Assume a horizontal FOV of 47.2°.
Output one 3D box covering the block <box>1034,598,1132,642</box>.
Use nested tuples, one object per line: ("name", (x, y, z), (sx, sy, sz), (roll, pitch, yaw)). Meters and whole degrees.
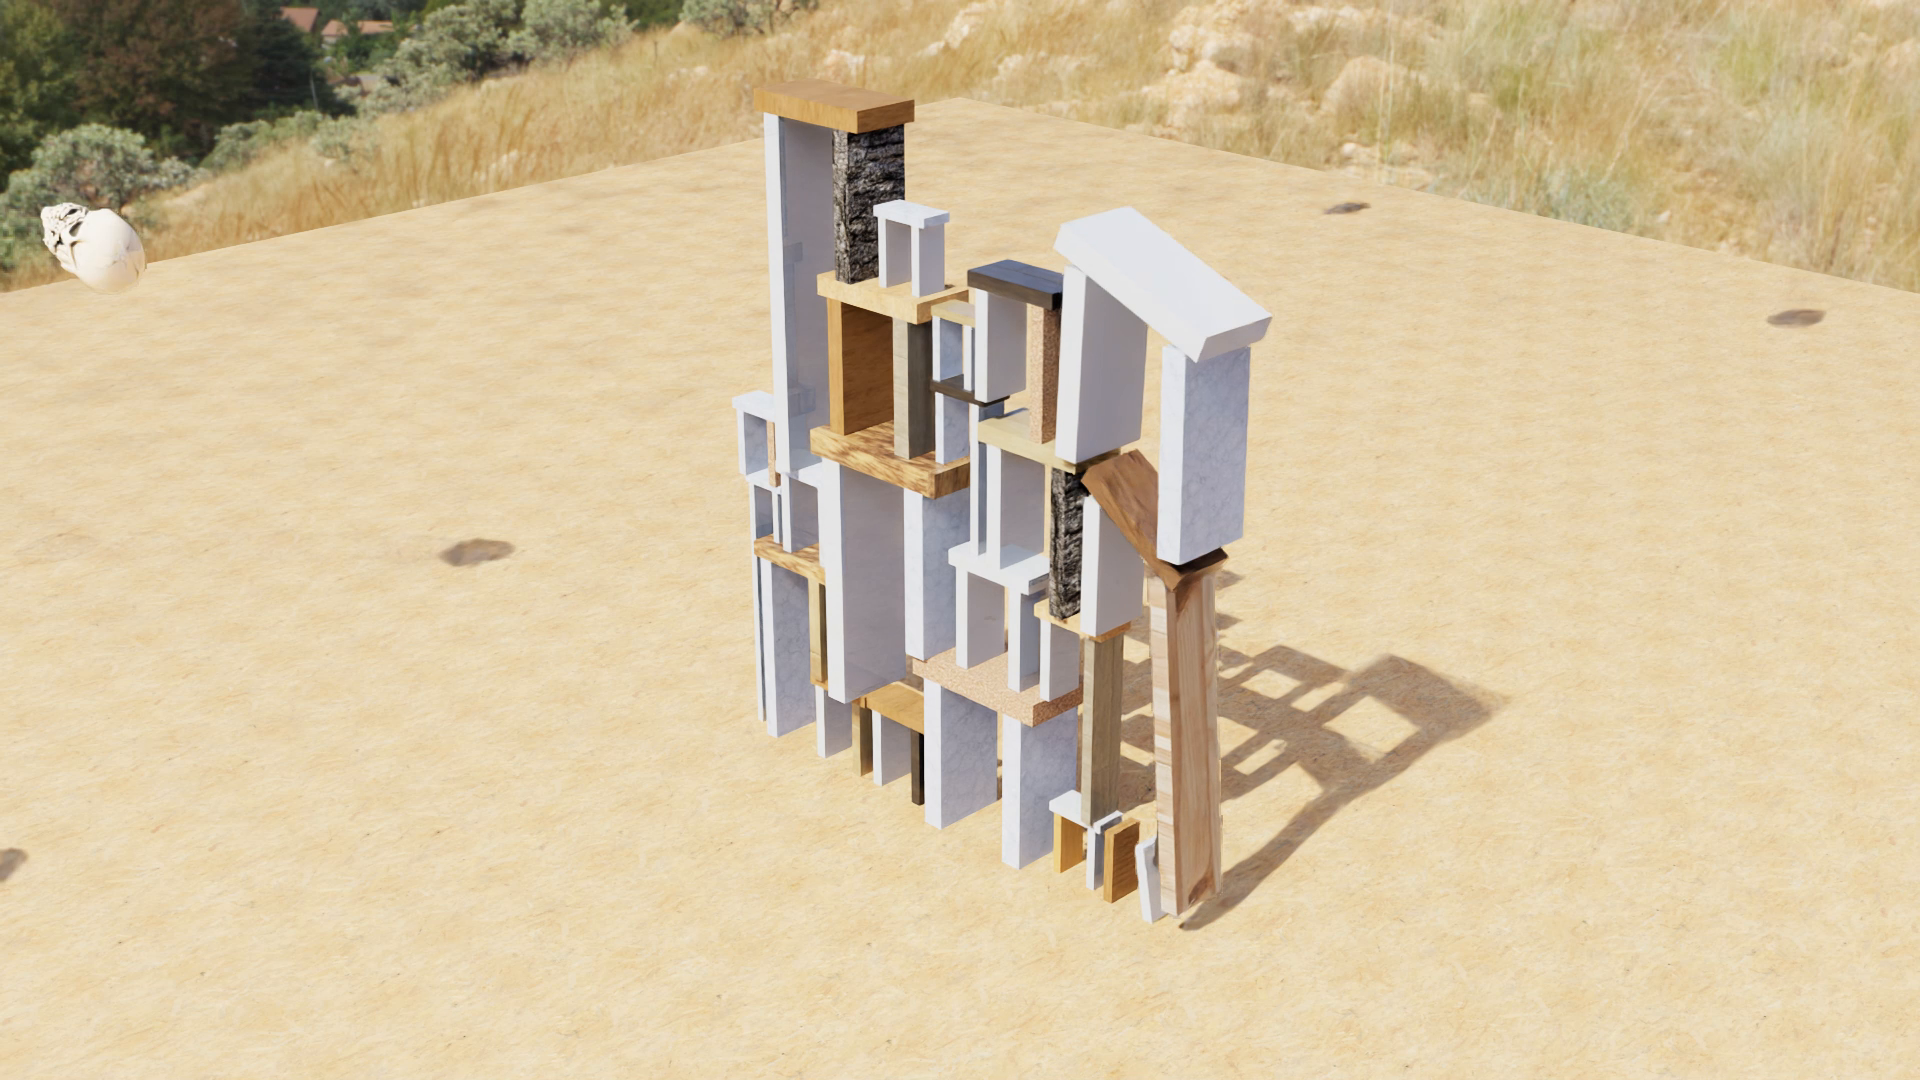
("block", (0.224, 0.140, 4.037), (0.165, 0.023, 0.082), (21, 31, 40))

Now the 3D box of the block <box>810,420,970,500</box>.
("block", (-0.109, -0.170, 4.268), (0.347, 0.049, 0.174), (21, 31, 40))

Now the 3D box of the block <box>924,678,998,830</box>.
("block", (0.003, 0.402, 4.400), (0.046, 0.322, 0.161), (21, 31, 41))

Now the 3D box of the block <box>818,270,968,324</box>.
("block", (-0.128, -0.470, 4.164), (0.273, 0.039, 0.136), (21, 31, 40))

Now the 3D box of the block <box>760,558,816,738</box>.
("block", (-0.367, 0.217, 4.717), (0.032, 0.416, 0.113), (21, 31, 41))

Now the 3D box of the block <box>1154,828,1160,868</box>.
("block", (0.391, 0.520, 4.018), (0.021, 0.149, 0.075), (23, 29, 38))

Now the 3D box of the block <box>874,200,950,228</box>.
("block", (-0.090, -0.602, 4.061), (0.133, 0.019, 0.067), (21, 31, 40))

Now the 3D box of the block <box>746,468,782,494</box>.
("block", (-0.391, -0.124, 4.597), (0.113, 0.016, 0.056), (21, 31, 41))

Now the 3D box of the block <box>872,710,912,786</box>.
("block", (-0.141, 0.418, 4.558), (0.024, 0.170, 0.085), (21, 31, 41))

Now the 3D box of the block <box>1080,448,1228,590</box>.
("block", (0.339, -0.037, 3.832), (0.129, 0.037, 0.258), (-22, 65, -41))

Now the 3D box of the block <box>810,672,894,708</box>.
("block", (-0.226, 0.301, 4.596), (0.167, 0.024, 0.083), (21, 31, 40))

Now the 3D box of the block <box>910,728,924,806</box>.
("block", (-0.061, 0.449, 4.484), (0.024, 0.170, 0.085), (21, 31, 41))

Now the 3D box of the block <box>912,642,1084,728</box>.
("block", (0.079, 0.263, 4.258), (0.322, 0.046, 0.161), (21, 31, 41))

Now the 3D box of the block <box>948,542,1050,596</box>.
("block", (0.089, 0.045, 4.142), (0.208, 0.029, 0.104), (21, 31, 41))

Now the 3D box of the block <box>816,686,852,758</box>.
("block", (-0.265, 0.373, 4.669), (0.024, 0.166, 0.083), (21, 31, 41))

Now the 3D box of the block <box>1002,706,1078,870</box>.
("block", (0.155, 0.462, 4.260), (0.046, 0.322, 0.161), (21, 31, 41))

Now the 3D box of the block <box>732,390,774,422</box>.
("block", (-0.397, -0.275, 4.542), (0.143, 0.020, 0.072), (21, 31, 41))

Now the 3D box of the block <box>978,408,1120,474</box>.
("block", (0.160, -0.181, 3.977), (0.121, 0.034, 0.241), (-21, 31, -40))

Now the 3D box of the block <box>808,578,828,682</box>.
("block", (-0.260, 0.171, 4.582), (0.032, 0.226, 0.113), (21, 31, 40))

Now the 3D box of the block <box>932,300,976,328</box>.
("block", (0.012, -0.415, 4.036), (0.123, 0.017, 0.062), (21, 31, 41))

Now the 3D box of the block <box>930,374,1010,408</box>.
("block", (0.018, -0.280, 4.080), (0.140, 0.020, 0.070), (21, 31, 40))

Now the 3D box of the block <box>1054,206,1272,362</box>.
("block", (0.337, -0.433, 3.676), (0.172, 0.049, 0.345), (-21, 53, -40))

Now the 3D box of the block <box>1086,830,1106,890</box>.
("block", (0.270, 0.597, 4.188), (0.018, 0.129, 0.064), (21, 31, 41))

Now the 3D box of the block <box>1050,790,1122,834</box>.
("block", (0.239, 0.517, 4.188), (0.129, 0.018, 0.064), (21, 31, 40))

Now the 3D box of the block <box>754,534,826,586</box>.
("block", (-0.313, 0.031, 4.581), (0.226, 0.032, 0.113), (21, 31, 40))

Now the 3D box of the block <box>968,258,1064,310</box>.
("block", (0.123, -0.453, 3.891), (0.104, 0.030, 0.209), (-21, 31, -40))

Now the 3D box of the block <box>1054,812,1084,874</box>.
("block", (0.209, 0.573, 4.244), (0.064, 0.129, 0.018), (-21, 31, -41))

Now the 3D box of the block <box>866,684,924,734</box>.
("block", (-0.101, 0.344, 4.483), (0.170, 0.024, 0.085), (21, 31, 41))

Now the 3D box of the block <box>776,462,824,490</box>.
("block", (-0.288, -0.140, 4.477), (0.170, 0.024, 0.085), (21, 31, 41))

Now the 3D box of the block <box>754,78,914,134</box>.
("block", (-0.239, -0.819, 4.141), (0.291, 0.041, 0.145), (21, 31, 41))

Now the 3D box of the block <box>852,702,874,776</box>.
("block", (-0.186, 0.403, 4.597), (0.024, 0.166, 0.083), (21, 31, 41))
